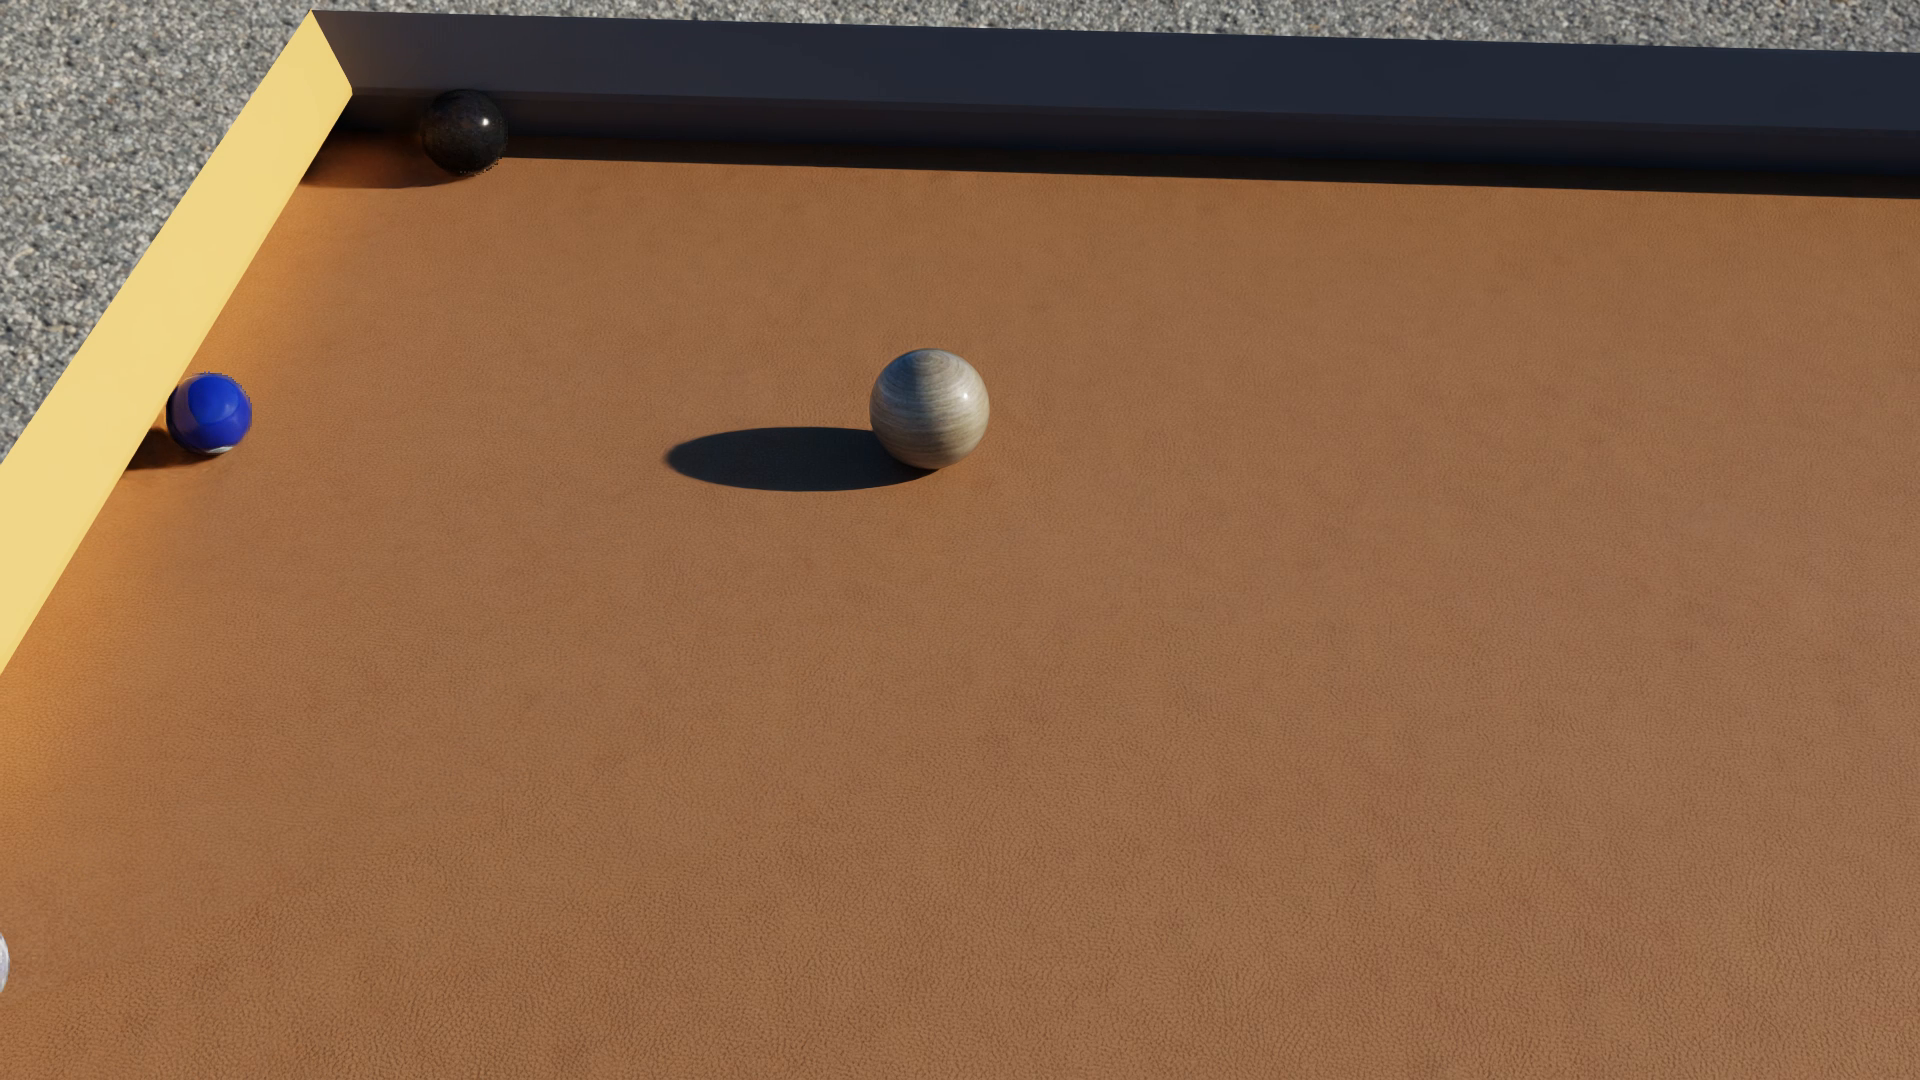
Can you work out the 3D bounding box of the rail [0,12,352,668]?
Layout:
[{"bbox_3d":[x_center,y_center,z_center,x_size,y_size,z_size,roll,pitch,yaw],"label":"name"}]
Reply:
[{"bbox_3d":[-0.657,-0.048,1.932,0.045,0.126,1.459,2,35,3],"label":"rail"}]

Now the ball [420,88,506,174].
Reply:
[{"bbox_3d":[-0.478,-0.392,2.468,0.082,0.082,0.082,0,35,0],"label":"ball"}]

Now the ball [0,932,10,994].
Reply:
[{"bbox_3d":[-0.610,0.256,1.544,0.071,0.071,0.071,0,35,0],"label":"ball"}]

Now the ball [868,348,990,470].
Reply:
[{"bbox_3d":[-0.024,-0.104,2.040,0.097,0.097,0.097,0,35,0],"label":"ball"}]

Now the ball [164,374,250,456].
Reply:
[{"bbox_3d":[-0.605,-0.101,2.062,0.066,0.066,0.066,0,35,0],"label":"ball"}]

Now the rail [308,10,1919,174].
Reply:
[{"bbox_3d":[0.727,-0.400,2.439,2.729,0.126,0.045,2,35,3],"label":"rail"}]
